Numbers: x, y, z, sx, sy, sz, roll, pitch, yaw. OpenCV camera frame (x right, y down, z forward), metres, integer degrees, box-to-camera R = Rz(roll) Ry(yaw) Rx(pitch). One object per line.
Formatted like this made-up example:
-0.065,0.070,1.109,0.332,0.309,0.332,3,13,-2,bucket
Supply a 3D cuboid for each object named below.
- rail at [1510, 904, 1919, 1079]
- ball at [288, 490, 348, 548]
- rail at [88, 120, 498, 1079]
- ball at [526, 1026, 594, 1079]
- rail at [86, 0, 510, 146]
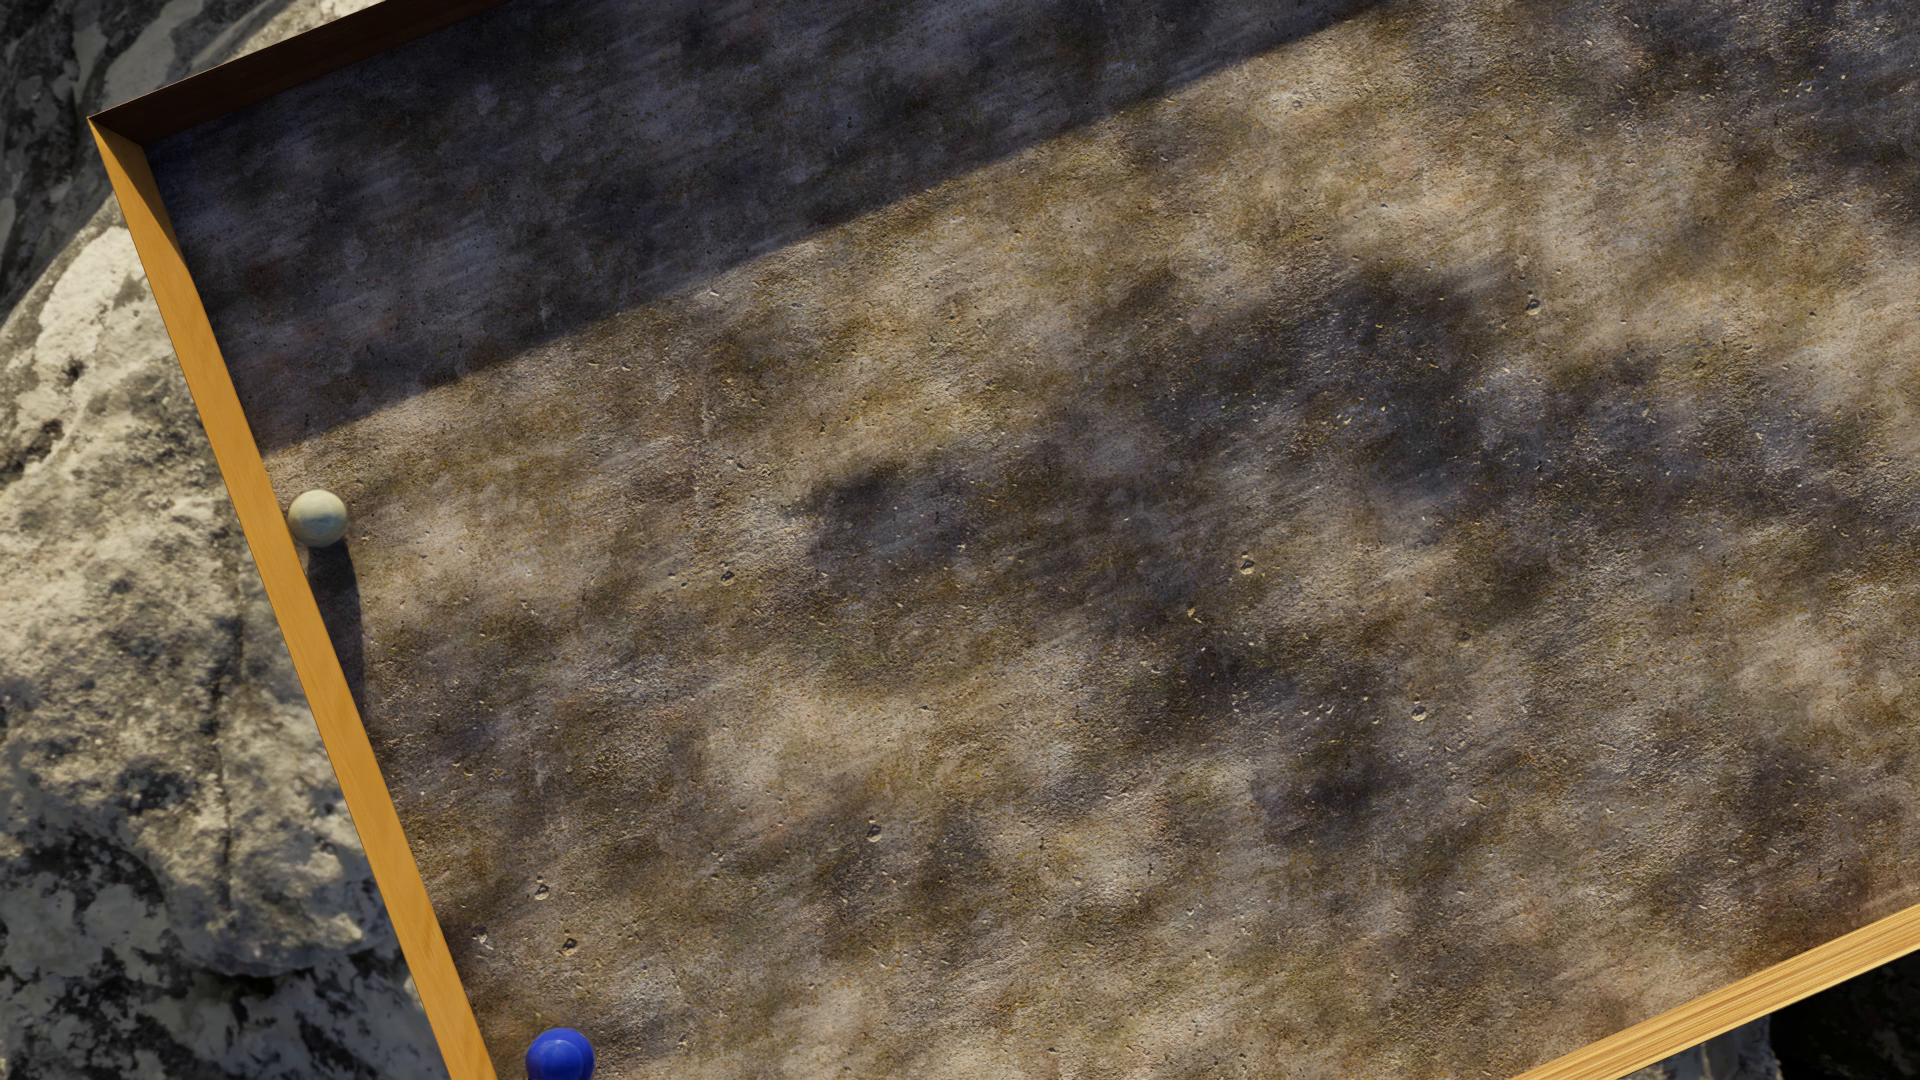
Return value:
1.279,0.589,3.156,3.811,0.128,0.045,-22,84,-3,rail
-0.950,-0.031,3.254,0.086,0.086,0.086,0,83,0,ball
-0.858,0.352,3.185,0.045,0.128,2.128,-22,84,-3,rail
-0.573,0.748,3.152,0.098,0.098,0.098,0,83,0,ball
0.481,-1.319,3.388,3.811,0.128,0.045,-22,84,-3,rail
